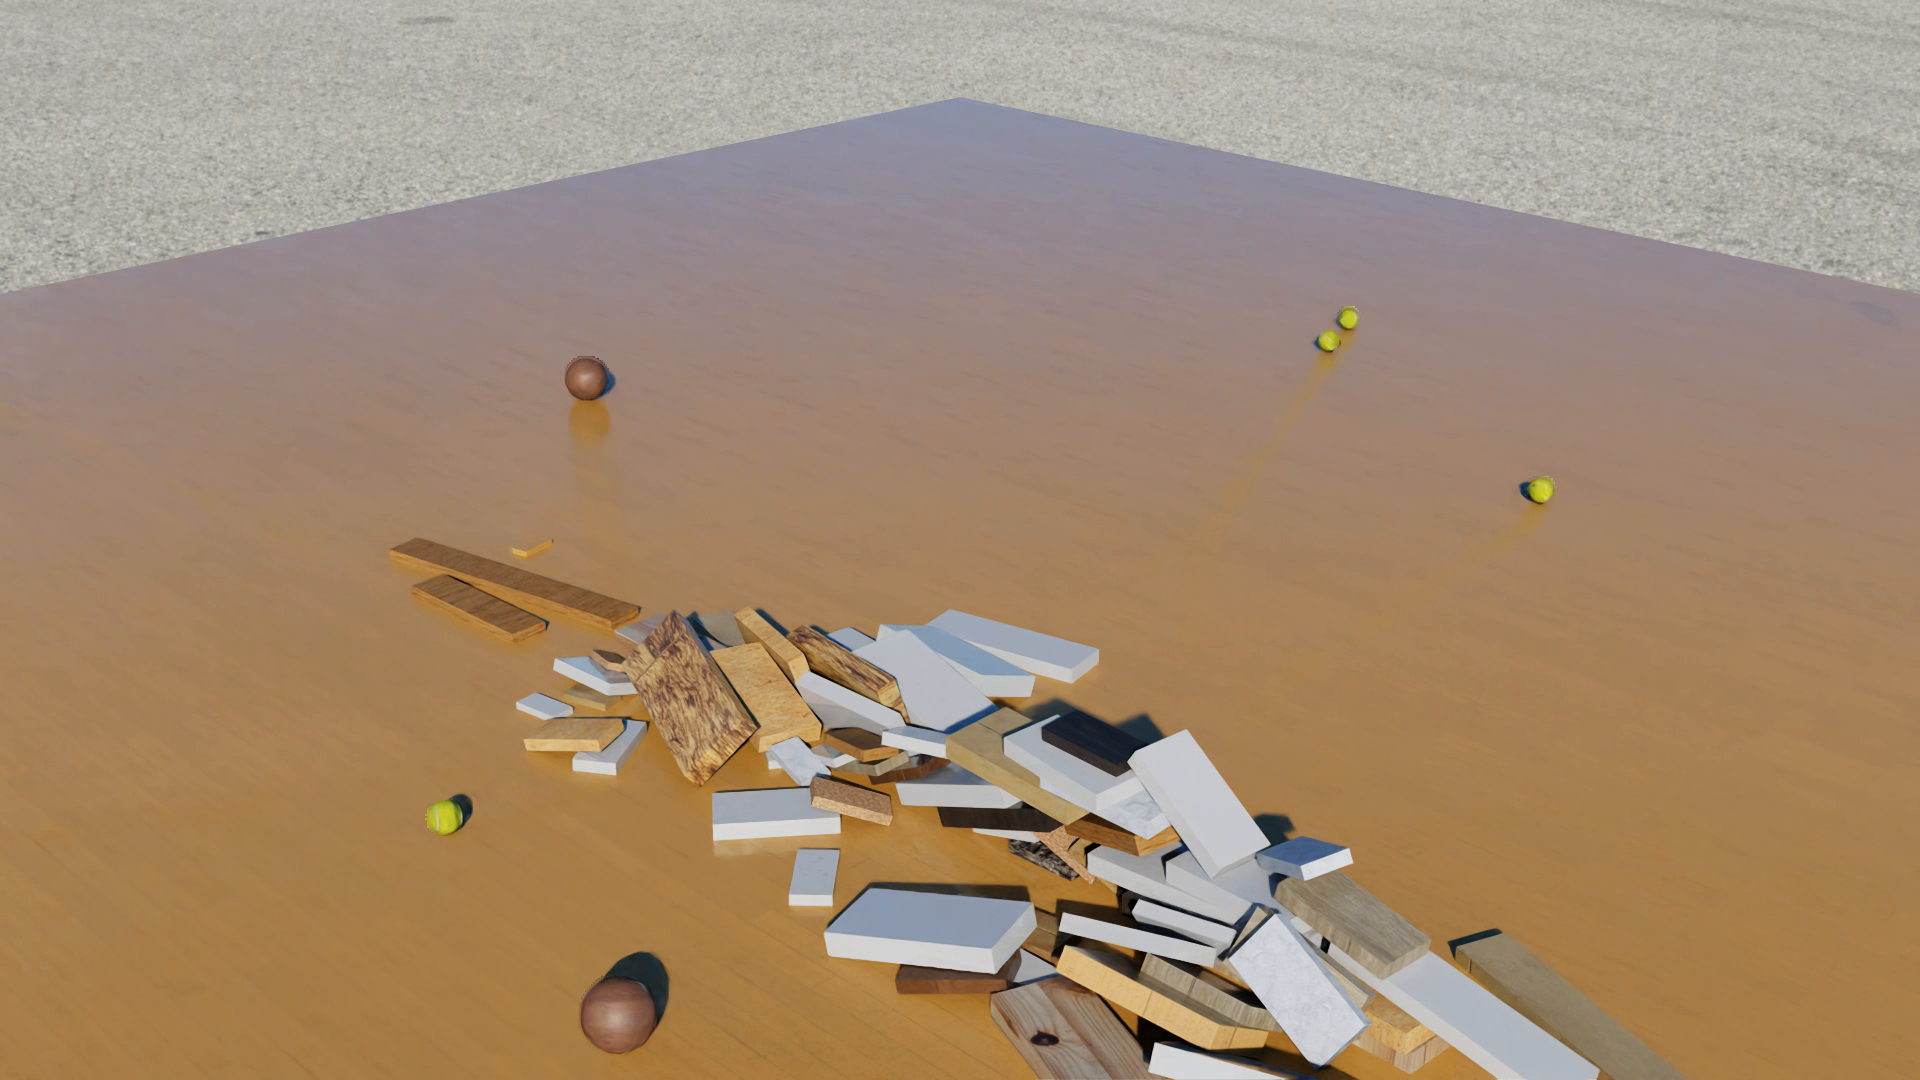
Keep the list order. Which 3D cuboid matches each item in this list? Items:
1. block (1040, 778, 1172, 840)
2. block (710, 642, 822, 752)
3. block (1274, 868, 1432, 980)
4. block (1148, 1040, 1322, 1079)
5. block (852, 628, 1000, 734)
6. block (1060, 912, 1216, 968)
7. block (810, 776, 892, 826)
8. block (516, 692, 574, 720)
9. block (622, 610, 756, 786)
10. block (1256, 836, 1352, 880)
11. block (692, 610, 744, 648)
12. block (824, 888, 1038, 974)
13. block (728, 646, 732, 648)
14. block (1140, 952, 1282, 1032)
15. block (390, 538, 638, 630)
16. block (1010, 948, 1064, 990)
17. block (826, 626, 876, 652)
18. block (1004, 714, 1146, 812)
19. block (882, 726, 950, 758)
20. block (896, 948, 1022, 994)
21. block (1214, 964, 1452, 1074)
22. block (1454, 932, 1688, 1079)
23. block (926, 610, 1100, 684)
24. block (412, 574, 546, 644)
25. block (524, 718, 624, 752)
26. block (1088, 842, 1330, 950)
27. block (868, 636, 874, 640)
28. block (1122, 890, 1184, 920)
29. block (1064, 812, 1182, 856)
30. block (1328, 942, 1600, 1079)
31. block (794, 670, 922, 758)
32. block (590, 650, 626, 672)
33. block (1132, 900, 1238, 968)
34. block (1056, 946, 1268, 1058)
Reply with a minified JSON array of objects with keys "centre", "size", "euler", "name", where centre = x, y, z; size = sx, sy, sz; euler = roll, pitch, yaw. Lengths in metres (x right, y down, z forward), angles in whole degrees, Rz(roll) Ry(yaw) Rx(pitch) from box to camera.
[{"centre":[0.290,0.463,4.073],"size":[0.264,0.037,0.132],"euler":[22,34,40],"name":"block"},{"centre":[-0.437,0.338,4.780],"size":[0.144,0.041,0.322],"euler":[-10,36,-28],"name":"block"},{"centre":[0.673,0.650,3.777],"size":[0.122,0.035,0.245],"euler":[-19,41,-38],"name":"block"},{"centre":[0.488,0.874,3.537],"size":[0.334,0.047,0.167],"euler":[11,-7,23],"name":"block"},{"centre":[-0.071,0.335,4.778],"size":[0.174,0.049,0.347],"euler":[-21,48,-39],"name":"block"},{"centre":[0.313,0.709,3.899],"size":[0.263,0.034,0.118],"euler":[4,-13,45],"name":"block"},{"centre":[-0.220,0.525,4.424],"size":[0.164,0.023,0.082],"euler":[16,20,-13],"name":"block"},{"centre":[-0.919,0.371,4.865],"size":[0.117,0.017,0.059],"euler":[16,28,33],"name":"block"},{"centre":[-0.590,0.334,4.742],"size":[0.171,0.048,0.498],"euler":[-46,35,2],"name":"block"},{"centre":[0.604,0.559,3.869],"size":[0.095,0.027,0.190],"euler":[-17,4,-16],"name":"block"},{"centre":[-0.548,0.222,5.204],"size":[0.096,0.027,0.193],"euler":[-13,26,-28],"name":"block"},{"centre":[-0.053,0.701,3.962],"size":[0.342,0.048,0.171],"euler":[0,20,29],"name":"block"},{"centre":[-0.487,0.333,4.851],"size":[0.132,0.037,0.264],"euler":[-17,40,-36],"name":"block"},{"centre":[0.438,0.780,3.792],"size":[0.237,0.034,0.118],"euler":[20,-2,45],"name":"block"},{"centre":[-1.120,0.105,5.480],"size":[0.763,0.027,0.096],"euler":[15,27,31],"name":"block"},{"centre":[0.102,0.767,3.924],"size":[0.082,0.023,0.164],"euler":[-21,31,-40],"name":"block"},{"centre":[-0.223,0.270,4.953],"size":[0.126,0.036,0.252],"euler":[-18,29,-36],"name":"block"},{"centre":[0.216,0.413,4.095],"size":[0.132,0.037,0.264],"euler":[-20,31,-33],"name":"block"},{"centre":[-0.054,0.415,4.483],"size":[0.190,0.027,0.095],"euler":[9,8,30],"name":"block"},{"centre":[-0.002,0.761,3.884],"size":[0.203,0.029,0.102],"euler":[-4,21,18],"name":"block"},{"centre":[0.651,0.788,3.850],"size":[0.149,0.042,0.445],"euler":[-20,30,-39],"name":"block"},{"centre":[1.173,0.932,3.524],"size":[0.110,0.031,1.099],"euler":[-10,25,-23],"name":"block"},{"centre":[0.114,0.246,5.136],"size":[0.410,0.036,0.126],"euler":[14,27,30],"name":"block"},{"centre":[-1.171,0.166,5.335],"size":[0.410,0.027,0.096],"euler":[20,30,39],"name":"block"},{"centre":[-0.824,0.415,4.693],"size":[0.192,0.027,0.096],"euler":[-2,22,26],"name":"block"},{"centre":[0.464,0.637,3.995],"size":[0.481,0.041,0.144],"euler":[17,28,40],"name":"block"},{"centre":[-0.177,0.319,4.946],"size":[0.174,0.049,0.347],"euler":[-17,28,-34],"name":"block"},{"centre":[0.462,0.677,4.007],"size":[0.299,0.042,0.149],"euler":[14,26,35],"name":"block"},{"centre":[0.324,0.531,4.146],"size":[0.144,0.041,0.287],"euler":[-19,9,-23],"name":"block"},{"centre":[0.833,0.784,3.665],"size":[0.122,0.035,0.463],"euler":[-21,42,-40],"name":"block"},{"centre":[-0.217,0.383,4.671],"size":[0.287,0.144,0.041],"euler":[21,57,40],"name":"block"},{"centre":[-0.801,0.277,5.041],"size":[0.058,0.017,0.117],"euler":[11,7,-31],"name":"block"},{"centre":[0.412,0.704,3.905],"size":[0.203,0.102,0.029],"euler":[12,56,38],"name":"block"},{"centre":[0.342,0.785,3.747],"size":[0.334,0.047,0.167],"euler":[21,-1,40],"name":"block"}]
